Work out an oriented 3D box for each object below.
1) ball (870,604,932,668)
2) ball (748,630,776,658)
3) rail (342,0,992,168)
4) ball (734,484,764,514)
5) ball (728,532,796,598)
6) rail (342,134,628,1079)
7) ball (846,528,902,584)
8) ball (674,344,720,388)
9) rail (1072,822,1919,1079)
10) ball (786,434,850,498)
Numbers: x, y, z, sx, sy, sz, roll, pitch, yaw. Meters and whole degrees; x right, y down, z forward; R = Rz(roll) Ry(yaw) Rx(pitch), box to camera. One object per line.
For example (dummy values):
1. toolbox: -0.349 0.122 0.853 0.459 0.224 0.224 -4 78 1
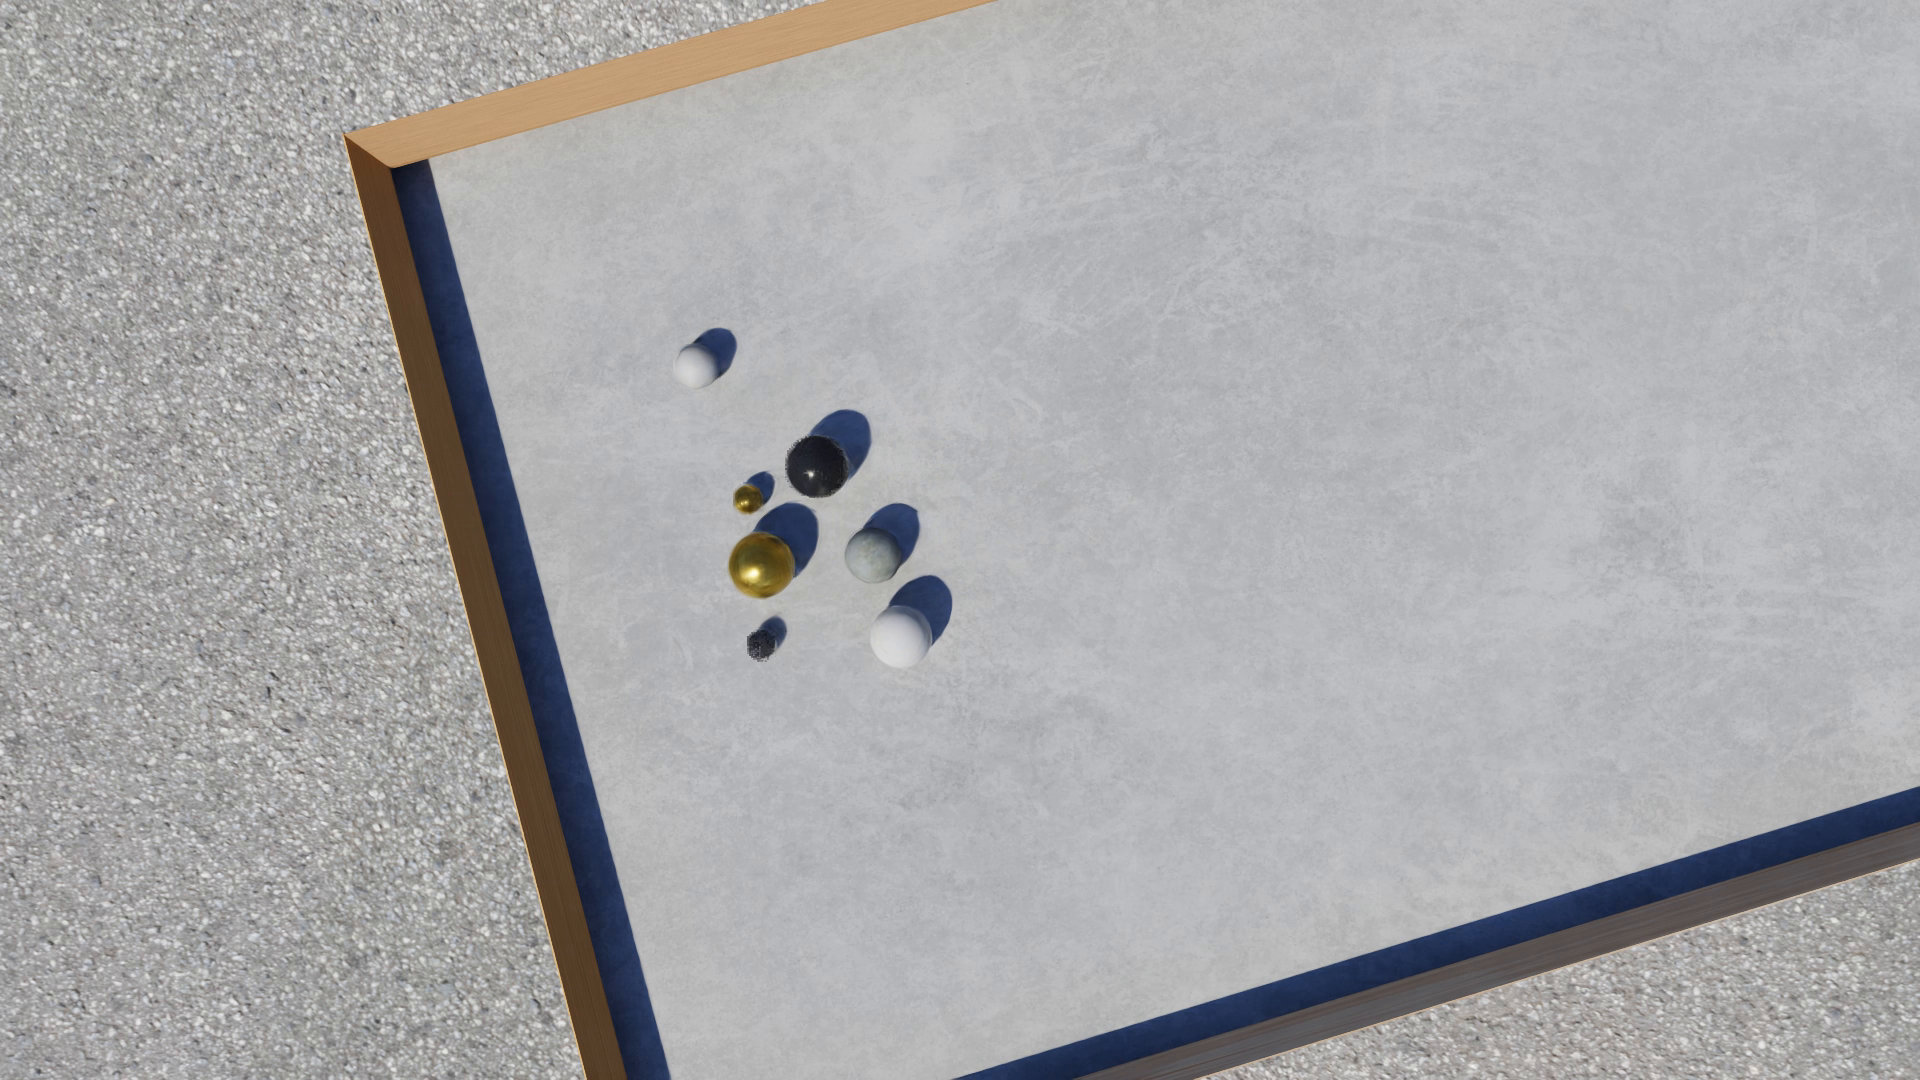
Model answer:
1. ball: -0.087 0.142 3.249 0.093 0.093 0.093 0 80 0
2. ball: -0.294 0.155 3.273 0.043 0.043 0.043 0 80 0
3. rail: 0.459 -0.977 3.434 2.880 0.129 0.045 -16 80 -3
4. ball: -0.318 -0.062 3.311 0.045 0.045 0.045 0 80 0
5. ball: -0.294 0.037 3.266 0.099 0.099 0.099 0 80 0
6. rail: -0.668 0.189 3.222 0.045 0.129 1.683 -16 80 -3
7. ball: -0.129 0.023 3.275 0.084 0.084 0.084 0 80 0
8. ball: -0.398 -0.263 3.336 0.068 0.068 0.068 0 80 0
9. rail: 0.922 0.566 3.153 2.880 0.129 0.045 -16 80 -3
10. ball: -0.213 -0.110 3.294 0.096 0.096 0.096 0 80 0
